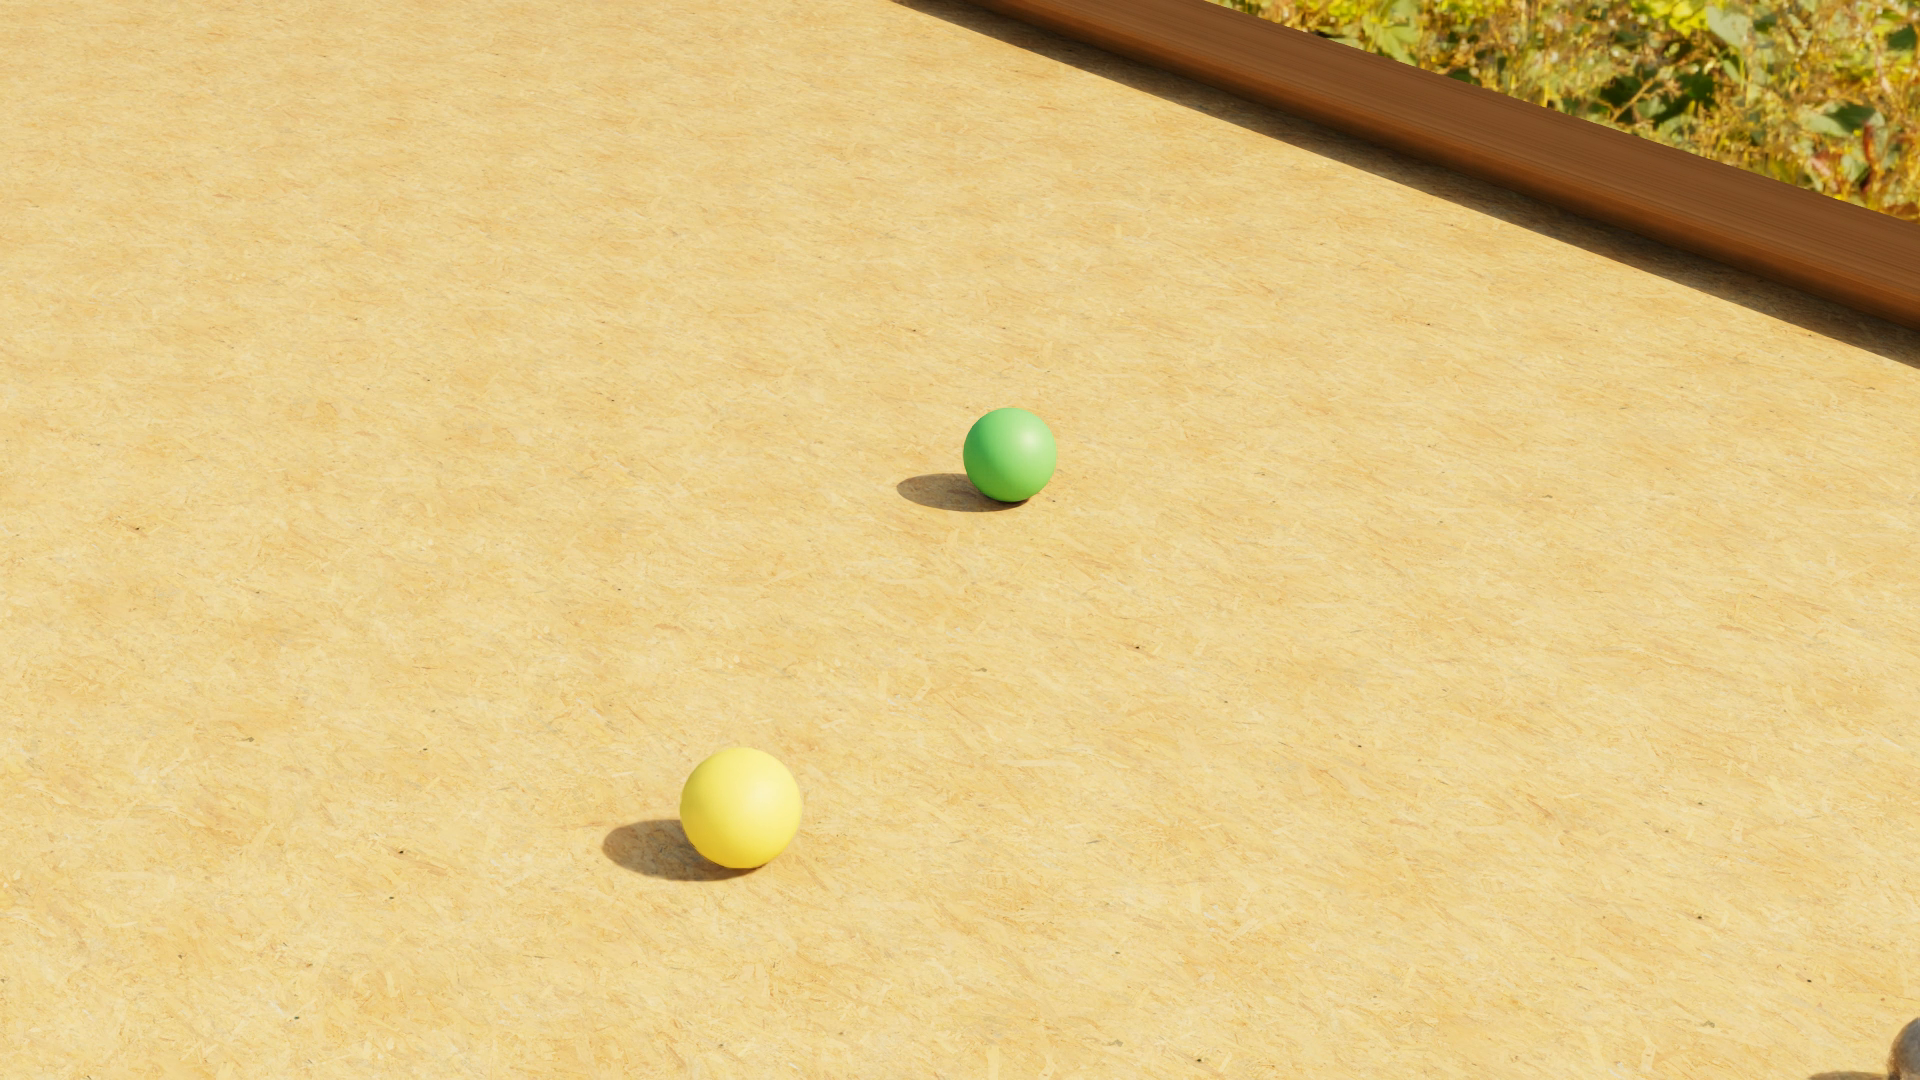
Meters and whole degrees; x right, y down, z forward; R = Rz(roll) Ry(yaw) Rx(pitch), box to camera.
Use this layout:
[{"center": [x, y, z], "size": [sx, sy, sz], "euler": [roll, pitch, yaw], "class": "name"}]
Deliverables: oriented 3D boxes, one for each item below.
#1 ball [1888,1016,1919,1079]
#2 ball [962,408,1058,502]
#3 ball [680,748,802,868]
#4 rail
[{"center": [0.529, 0.283, 1.578], "size": [0.060, 0.060, 0.060], "euler": [0, 25, 0], "class": "ball"}, {"center": [0.039, -0.067, 2.324], "size": [0.075, 0.075, 0.075], "euler": [0, 25, 0], "class": "ball"}, {"center": [-0.135, 0.165, 1.817], "size": [0.075, 0.075, 0.075], "euler": [0, 25, 0], "class": "ball"}, {"center": [0.267, -0.570, 3.393], "size": [0.045, 0.097, 3.704], "euler": [-17, 29, -32], "class": "rail"}]
